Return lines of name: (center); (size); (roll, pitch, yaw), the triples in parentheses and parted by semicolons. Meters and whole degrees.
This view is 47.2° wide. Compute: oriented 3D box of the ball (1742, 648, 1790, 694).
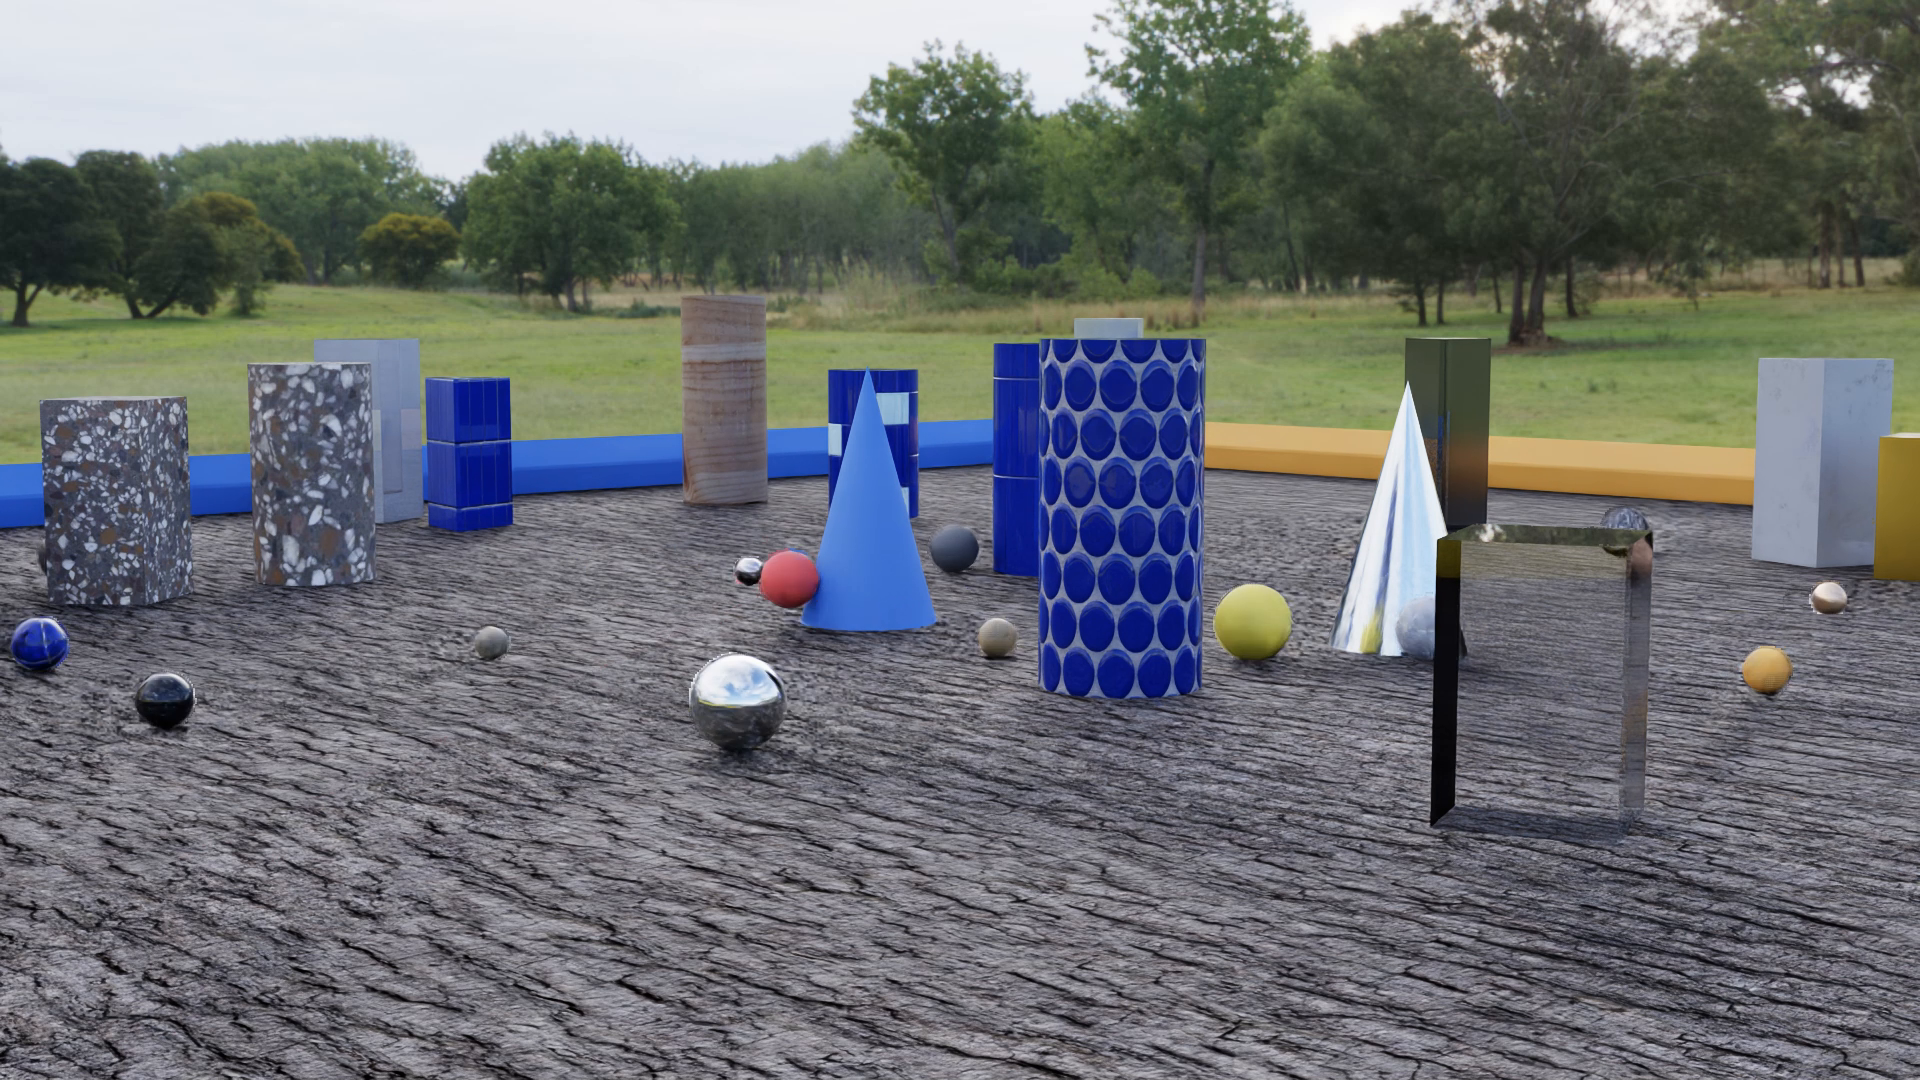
ball: (0.940, 0.152, 2.562); (0.052, 0.052, 0.052); (0, 6, 0)

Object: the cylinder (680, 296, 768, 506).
cylinder: (-0.542, -0.323, 5.063); (0.195, 0.477, 0.195); (0, 6, 0)

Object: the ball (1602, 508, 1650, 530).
ball: (1.219, -0.018, 4.029); (0.085, 0.085, 0.085); (0, 6, 0)

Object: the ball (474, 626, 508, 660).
ball: (-0.598, 0.132, 2.808); (0.042, 0.042, 0.042); (0, 6, 0)

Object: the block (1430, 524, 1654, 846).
block: (0.509, 0.120, 1.920); (0.156, 0.250, 0.156); (3, 7, 25)

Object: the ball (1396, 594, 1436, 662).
ball: (0.594, 0.112, 2.781); (0.086, 0.086, 0.086); (0, 6, 0)

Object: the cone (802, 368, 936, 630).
cone: (-0.131, -0.066, 3.137); (0.195, 0.367, 0.195); (0, 6, 0)

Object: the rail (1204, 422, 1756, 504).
rail: (1.809, -0.141, 4.992); (0.045, 0.127, 4.398); (-5, 8, -42)

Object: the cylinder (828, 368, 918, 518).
cylinder: (-0.187, -0.209, 4.749); (0.195, 0.316, 0.195); (0, 6, 0)

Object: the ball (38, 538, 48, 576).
ball: (-1.440, 0.025, 3.560); (0.097, 0.097, 0.097); (0, 6, 0)

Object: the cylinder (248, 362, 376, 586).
cylinder: (-1.071, -0.114, 3.639); (0.195, 0.357, 0.195); (0, 6, 0)

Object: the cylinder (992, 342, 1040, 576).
cylinder: (0.154, -0.141, 3.756); (0.195, 0.387, 0.195); (0, 6, 0)

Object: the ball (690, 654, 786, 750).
ball: (-0.224, 0.165, 2.229); (0.097, 0.097, 0.097); (0, 6, 0)

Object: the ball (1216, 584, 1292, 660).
ball: (0.374, 0.104, 2.801); (0.097, 0.097, 0.097); (0, 6, 0)

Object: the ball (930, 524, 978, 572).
ball: (-0.010, 0.014, 3.735); (0.083, 0.083, 0.083); (0, 6, 0)

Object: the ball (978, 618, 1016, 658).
ball: (0.048, 0.126, 2.826); (0.050, 0.050, 0.050); (0, 6, 0)

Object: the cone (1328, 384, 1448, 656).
cone: (0.589, -0.035, 2.912); (0.195, 0.351, 0.195); (0, 6, 0)

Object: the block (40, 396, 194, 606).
block: (-1.300, -0.064, 3.397); (0.156, 0.309, 0.156); (1, 6, 7)

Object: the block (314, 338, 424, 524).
block: (-1.257, -0.236, 4.681); (0.156, 0.382, 0.156); (2, 6, 18)

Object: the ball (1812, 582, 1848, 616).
ball: (1.271, 0.086, 3.215); (0.048, 0.048, 0.048); (0, 6, 0)

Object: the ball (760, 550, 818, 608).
ball: (-0.239, 0.056, 3.087); (0.081, 0.081, 0.081); (0, 6, 0)

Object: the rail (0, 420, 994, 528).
rail: (-1.475, -0.133, 4.922); (4.970, 0.127, 0.045); (-5, 8, -42)

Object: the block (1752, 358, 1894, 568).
block: (1.523, -0.141, 3.887); (0.156, 0.359, 0.156); (-3, 6, -23)

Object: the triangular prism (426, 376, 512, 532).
triangular prism: (-0.994, -0.181, 4.525); (0.147, 0.306, 0.169); (-4, 7, -33)

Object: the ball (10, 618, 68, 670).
ball: (-1.141, 0.128, 2.725); (0.065, 0.065, 0.065); (0, 6, 0)

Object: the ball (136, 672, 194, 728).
ball: (-0.849, 0.171, 2.347); (0.059, 0.059, 0.059); (0, 6, 0)

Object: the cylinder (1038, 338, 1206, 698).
cylinder: (0.191, -0.032, 2.602); (0.195, 0.410, 0.195); (0, 6, 0)

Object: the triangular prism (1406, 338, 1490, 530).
triangular prism: (0.976, -0.221, 4.526); (0.169, 0.386, 0.147); (-6, 8, -43)

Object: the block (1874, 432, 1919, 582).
block: (1.627, -0.055, 3.661); (0.156, 0.236, 0.156); (4, 7, 35)

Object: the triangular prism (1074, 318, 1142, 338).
triangular prism: (0.357, -0.269, 4.794); (0.169, 0.426, 0.147); (4, 7, 35)

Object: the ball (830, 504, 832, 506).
ball: (-0.226, -0.063, 4.489); (0.078, 0.078, 0.078); (0, 6, 0)

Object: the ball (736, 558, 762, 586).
ball: (-0.341, 0.051, 3.559); (0.046, 0.046, 0.046); (0, 6, 0)
